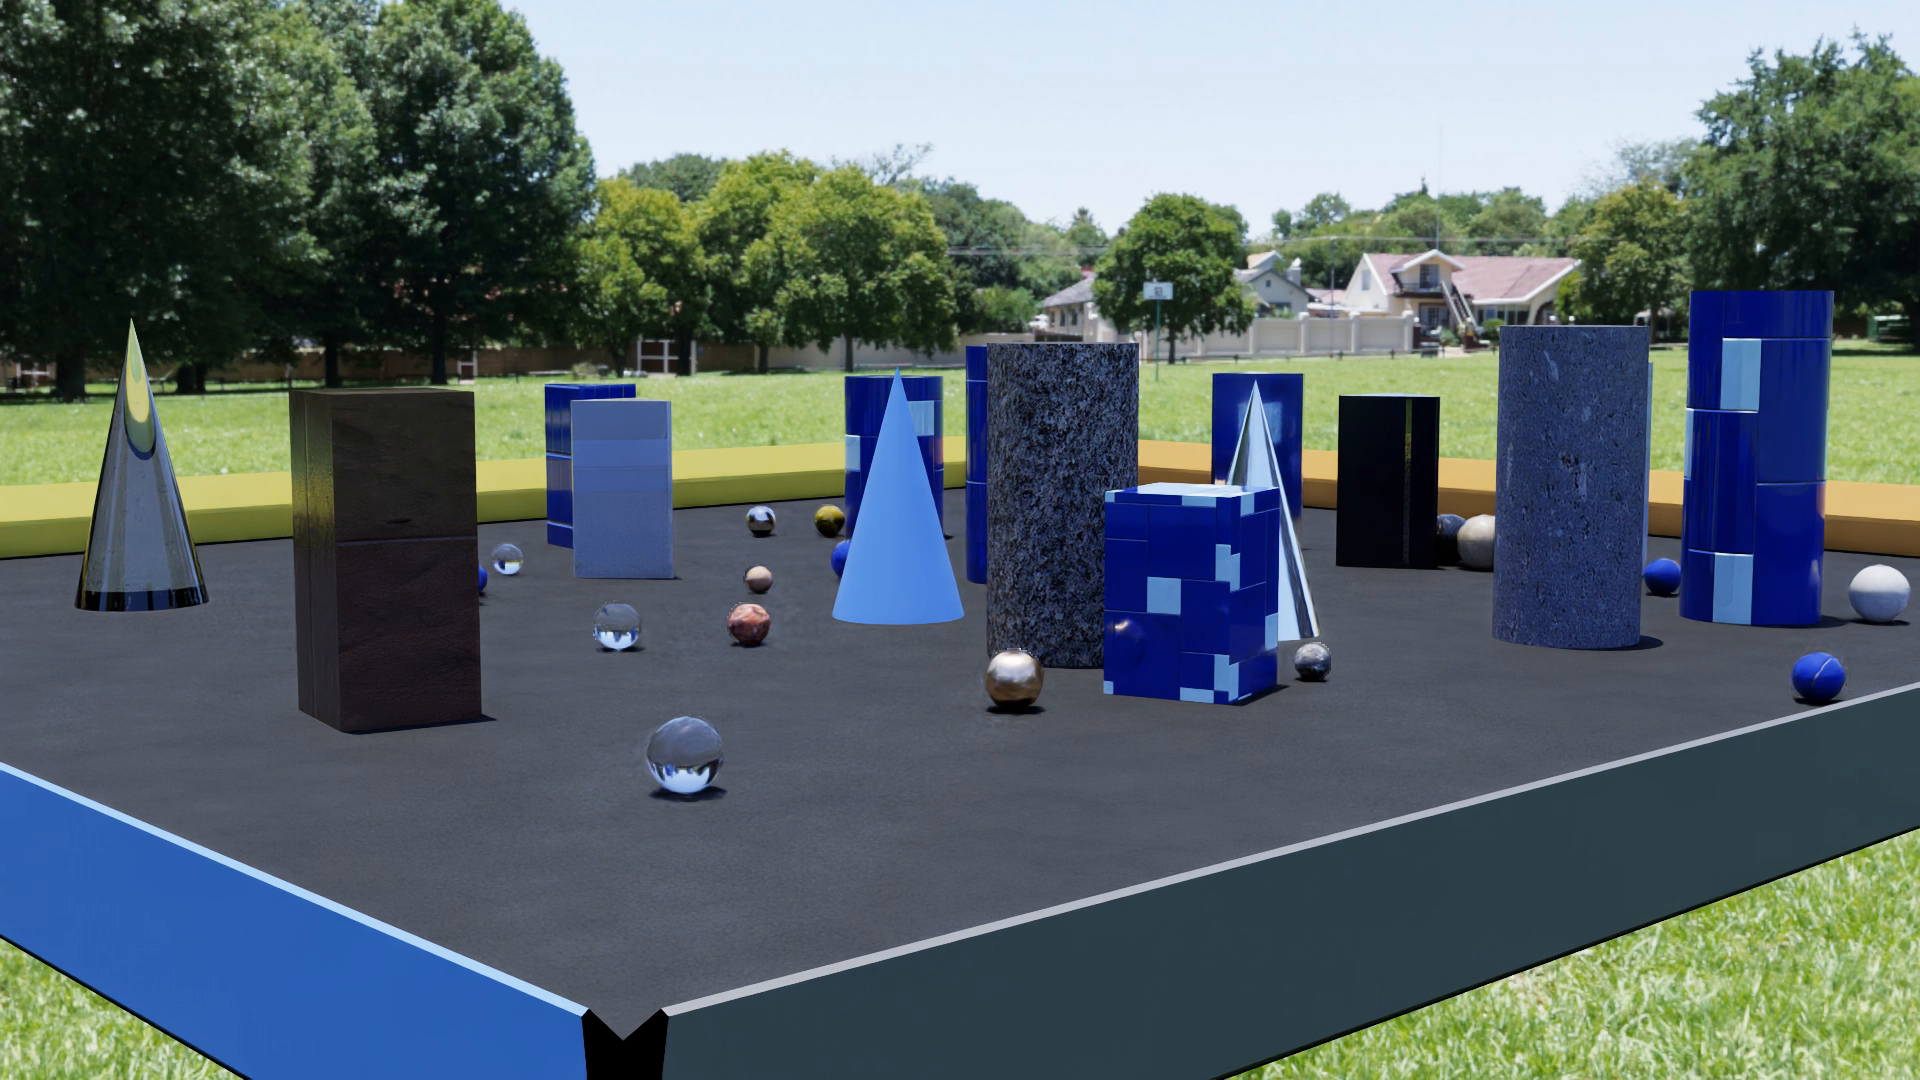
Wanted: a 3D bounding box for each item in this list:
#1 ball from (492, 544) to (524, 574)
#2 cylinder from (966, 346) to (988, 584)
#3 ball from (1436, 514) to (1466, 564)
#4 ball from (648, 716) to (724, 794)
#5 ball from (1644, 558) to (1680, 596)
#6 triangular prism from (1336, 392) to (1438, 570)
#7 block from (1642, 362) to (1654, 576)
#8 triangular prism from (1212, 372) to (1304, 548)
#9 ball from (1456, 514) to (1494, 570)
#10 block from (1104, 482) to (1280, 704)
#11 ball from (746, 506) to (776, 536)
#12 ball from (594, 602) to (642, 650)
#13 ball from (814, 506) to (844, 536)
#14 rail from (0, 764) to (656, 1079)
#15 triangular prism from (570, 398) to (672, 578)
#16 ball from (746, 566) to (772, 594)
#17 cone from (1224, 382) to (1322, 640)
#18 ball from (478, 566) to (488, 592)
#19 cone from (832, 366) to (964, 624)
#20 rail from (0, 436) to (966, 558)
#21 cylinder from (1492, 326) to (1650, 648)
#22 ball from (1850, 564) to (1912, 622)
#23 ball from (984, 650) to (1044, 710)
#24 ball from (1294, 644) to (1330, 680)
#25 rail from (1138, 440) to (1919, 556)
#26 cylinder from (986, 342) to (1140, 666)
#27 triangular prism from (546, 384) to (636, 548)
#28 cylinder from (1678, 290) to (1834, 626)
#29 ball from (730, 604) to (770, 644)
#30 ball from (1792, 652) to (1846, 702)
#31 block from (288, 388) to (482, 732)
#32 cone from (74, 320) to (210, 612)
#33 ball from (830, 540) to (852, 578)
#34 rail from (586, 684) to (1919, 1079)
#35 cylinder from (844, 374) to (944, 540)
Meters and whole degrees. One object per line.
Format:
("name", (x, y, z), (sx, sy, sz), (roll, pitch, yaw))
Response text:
("ball", (-0.761, 0.033, 3.699), (0.051, 0.051, 0.051), (0, 6, 0))
("cylinder", (0.106, -0.127, 3.620), (0.194, 0.385, 0.194), (0, 6, 0))
("ball", (0.856, -0.001, 3.852), (0.088, 0.088, 0.088), (0, 6, 0))
("ball", (-0.253, 0.199, 2.027), (0.071, 0.071, 0.071), (0, 6, 0))
("ball", (1.099, 0.057, 3.437), (0.058, 0.058, 0.058), (0, 6, 0))
("triangular prism", (0.757, -0.107, 3.858), (0.168, 0.296, 0.146), (2, 6, 16))
("block", (1.049, -0.122, 3.711), (0.155, 0.357, 0.155), (-3, 6, -23))
("triangular prism", (0.553, -0.153, 4.154), (0.168, 0.326, 0.146), (0, 6, 0))
("ball", (0.899, 0.004, 3.771), (0.094, 0.094, 0.094), (0, 6, 0))
("block", (0.273, 0.058, 2.578), (0.155, 0.235, 0.155), (3, 7, 29))
("ball", (-0.393, -0.038, 4.337), (0.059, 0.059, 0.059), (0, 6, 0))
("ball", (-0.449, 0.113, 2.887), (0.061, 0.061, 0.061), (0, 6, 0))
("ball", (-0.257, -0.038, 4.338), (0.059, 0.059, 0.059), (0, 6, 0))
("rail", (-1.241, 0.152, 2.193), (0.045, 0.126, 3.258), (-5, 8, -42))
("triangular prism", (-0.551, -0.091, 3.714), (0.168, 0.294, 0.146), (1, 6, 8))
("ball", (-0.316, 0.062, 3.462), (0.042, 0.042, 0.042), (0, 6, 0))
("cone", (0.406, -0.047, 3.039), (0.194, 0.349, 0.194), (0, 6, 0))
("ball", (-0.765, 0.061, 3.447), (0.048, 0.048, 0.048), (0, 6, 0))
("cone", (-0.090, -0.072, 3.194), (0.194, 0.364, 0.194), (0, 6, 0))
("rail", (-1.088, -0.090, 4.505), (3.425, 0.126, 0.045), (-5, 8, -42))
("cylinder", (0.824, -0.077, 2.971), (0.194, 0.422, 0.194), (0, 6, 0))
("ball", (1.313, 0.076, 3.138), (0.082, 0.082, 0.082), (0, 6, 0))
("ball", (0.060, 0.156, 2.451), (0.066, 0.066, 0.066), (0, 6, 0))
("ball", (0.425, 0.147, 2.654), (0.043, 0.043, 0.043), (0, 6, 0))
("rail", (1.241, -0.087, 4.471), (0.045, 0.126, 3.258), (-5, 8, -42))
("cylinder", (0.131, -0.052, 2.825), (0.194, 0.402, 0.194), (0, 6, 0))
("triangular prism", (-0.679, -0.142, 4.155), (0.146, 0.304, 0.168), (-4, 7, -33))
("cylinder", (1.147, -0.122, 3.171), (0.194, 0.470, 0.194), (0, 6, 0))
("ball", (-0.280, 0.112, 2.932), (0.055, 0.055, 0.055), (0, 6, 0))
("ball", (0.975, 0.156, 2.500), (0.057, 0.057, 0.057), (0, 6, 0))
("block", (-0.631, 0.015, 2.412), (0.155, 0.356, 0.155), (-4, 7, -32))
("cone", (-1.244, -0.119, 3.323), (0.194, 0.432, 0.194), (0, 6, 0))
("ball", (-0.178, 0.033, 3.610), (0.069, 0.069, 0.069), (0, 6, 0))
("rail", (1.088, 0.156, 2.159), (3.425, 0.126, 0.045), (-5, 8, -42))
("cylinder", (-0.129, -0.163, 4.305), (0.194, 0.314, 0.194), (0, 6, 0))
